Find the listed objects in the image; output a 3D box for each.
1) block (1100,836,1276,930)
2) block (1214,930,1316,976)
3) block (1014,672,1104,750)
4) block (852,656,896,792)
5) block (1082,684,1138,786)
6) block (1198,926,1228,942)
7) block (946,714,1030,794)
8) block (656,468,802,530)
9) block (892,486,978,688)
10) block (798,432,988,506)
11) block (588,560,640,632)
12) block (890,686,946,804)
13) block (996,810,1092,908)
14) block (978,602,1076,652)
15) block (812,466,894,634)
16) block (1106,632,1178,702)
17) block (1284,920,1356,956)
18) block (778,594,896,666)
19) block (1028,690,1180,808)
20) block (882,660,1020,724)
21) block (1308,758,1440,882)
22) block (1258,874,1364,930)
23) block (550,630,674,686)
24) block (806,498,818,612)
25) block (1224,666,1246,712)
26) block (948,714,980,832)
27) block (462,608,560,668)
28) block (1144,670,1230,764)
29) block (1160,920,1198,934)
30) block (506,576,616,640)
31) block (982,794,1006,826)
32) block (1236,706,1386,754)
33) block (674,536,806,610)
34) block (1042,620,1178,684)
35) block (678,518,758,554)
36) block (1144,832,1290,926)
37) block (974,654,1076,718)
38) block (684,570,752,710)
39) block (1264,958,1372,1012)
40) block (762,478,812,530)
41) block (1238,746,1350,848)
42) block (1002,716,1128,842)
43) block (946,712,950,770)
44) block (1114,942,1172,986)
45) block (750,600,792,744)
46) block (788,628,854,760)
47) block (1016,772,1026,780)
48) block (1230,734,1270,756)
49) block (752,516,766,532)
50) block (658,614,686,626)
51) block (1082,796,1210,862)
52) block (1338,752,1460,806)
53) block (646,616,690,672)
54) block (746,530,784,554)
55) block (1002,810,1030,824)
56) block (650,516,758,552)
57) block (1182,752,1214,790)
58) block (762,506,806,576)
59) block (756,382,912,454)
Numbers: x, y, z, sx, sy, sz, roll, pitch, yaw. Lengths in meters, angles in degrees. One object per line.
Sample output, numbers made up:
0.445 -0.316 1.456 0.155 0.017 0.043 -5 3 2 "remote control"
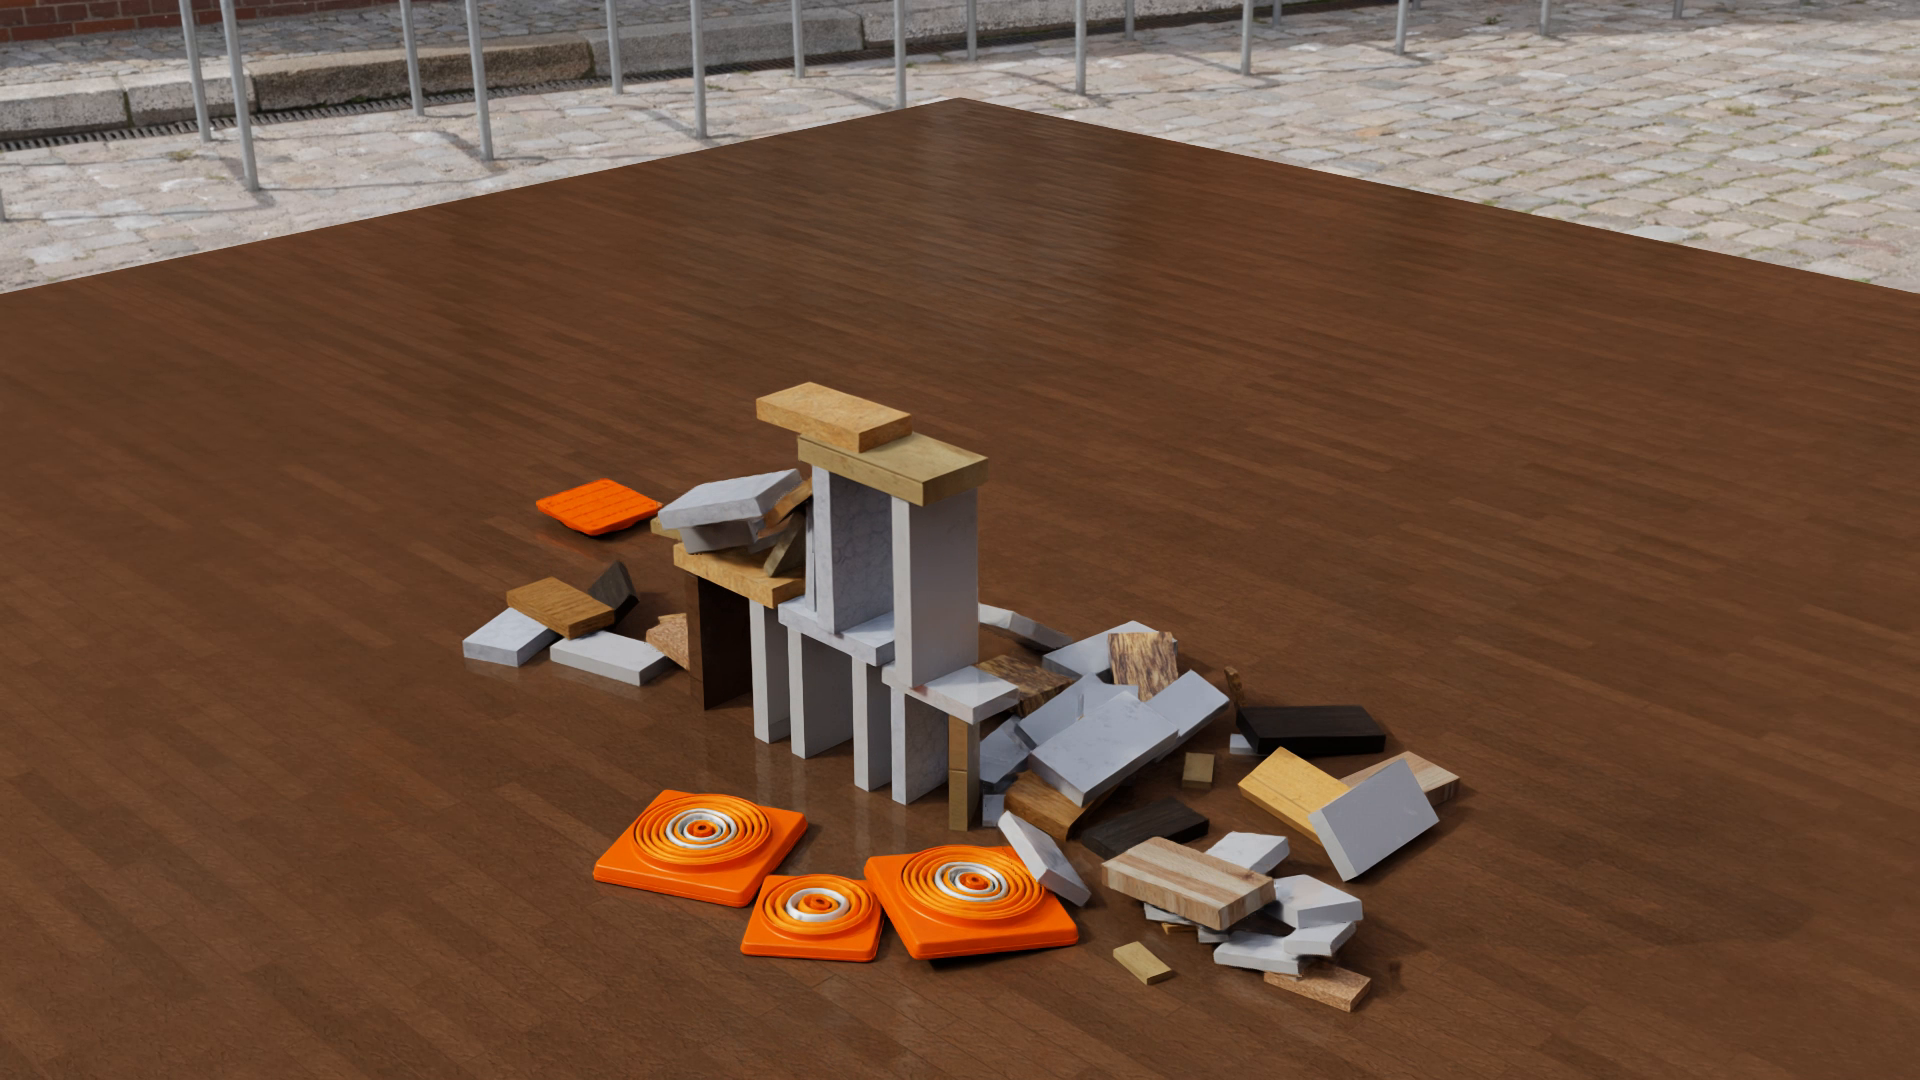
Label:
0.417 0.628 4.046 0.149 0.042 0.297 -21 23 -37 "block"
0.549 0.739 3.938 0.167 0.024 0.084 1 19 36 "block"
0.236 0.382 4.677 0.230 0.033 0.115 -32 68 -32 "block"
-0.151 0.357 4.540 0.042 0.297 0.148 21 31 41 "block"
0.314 0.407 4.620 0.115 0.033 0.229 2 52 4 "block"
0.465 0.703 4.028 0.053 0.015 0.106 -2 18 8 "block"
0.101 0.450 4.659 0.115 0.033 0.312 13 26 28 "block"
-0.482 -0.085 4.607 0.292 0.041 0.146 -7 21 39 "block"
-0.047 0.077 4.313 0.177 0.399 0.050 -20 29 -38 "block"
-0.133 -0.159 4.293 0.355 0.050 0.177 21 31 40 "block"
-0.839 0.135 5.320 0.106 0.030 0.212 -47 28 5 "block"
-0.083 0.398 4.491 0.037 0.258 0.129 18 29 36 "block"
0.159 0.607 4.200 0.115 0.033 0.230 33 7 -27 "block"
0.125 0.198 5.010 0.144 0.041 0.349 13 -6 28 "block"
-0.211 -0.004 4.448 0.050 0.355 0.177 20 30 41 "block"
0.407 0.321 4.821 0.142 0.040 0.283 -1 45 -3 "block"
0.641 0.703 3.906 0.084 0.024 0.167 -2 5 26 "block"
-0.221 0.173 4.538 0.297 0.042 0.148 21 31 40 "block"
0.293 0.423 4.485 0.148 0.042 0.297 35 45 29 "block"
-0.021 0.287 4.375 0.129 0.037 0.258 -21 31 -40 "block"
0.811 0.545 4.304 0.285 0.143 0.040 -22 -10 -42 "block"
0.629 0.664 4.044 0.125 0.035 0.249 -6 4 -14 "block"
-0.805 0.267 5.085 0.259 0.037 0.130 13 26 28 "block"
-0.270 0.021 4.532 0.103 0.242 0.029 -21 34 -40 "block"
0.605 0.339 4.795 0.017 0.120 0.060 -18 12 -4 "block"
0.009 0.437 4.401 0.037 0.258 0.129 4 23 10 "block"
-1.032 0.211 5.211 0.146 0.041 0.292 9 25 20 "block"
0.458 0.377 4.715 0.229 0.033 0.115 -33 54 -29 "block"
0.426 0.704 4.083 0.106 0.015 0.053 -6 24 -13 "block"
-0.950 0.160 5.231 0.130 0.037 0.259 -20 30 -39 "block"
0.073 0.547 4.452 0.052 0.015 0.104 0 23 1 "block"
0.751 0.407 4.718 0.285 0.040 0.143 0 22 -13 "block"
-0.448 0.055 4.730 0.328 0.047 0.164 21 31 40 "block"
0.341 0.263 4.985 0.287 0.041 0.144 -18 29 -37 "block"
-0.520 -0.024 4.698 0.165 0.082 0.023 -8 21 22 "block"
0.486 0.636 4.146 0.125 0.035 0.319 0 18 39 "block"
0.119 0.322 4.873 0.142 0.040 0.283 -18 18 -29 "block"
-0.525 0.197 4.875 0.047 0.328 0.164 21 31 41 "block"
0.633 0.779 3.895 0.167 0.024 0.084 15 27 32 "block"
-0.332 -0.084 4.495 0.103 0.029 0.206 -38 1 -23 "block"
0.690 0.516 4.433 0.125 0.035 0.249 -39 37 -16 "block"
0.232 0.483 4.466 0.148 0.042 0.297 28 42 22 "block"
-0.038 0.325 4.623 0.041 0.287 0.144 -6 22 3 "block"
0.327 0.760 3.951 0.053 0.015 0.106 -13 26 -28 "block"
-0.369 0.258 4.732 0.164 0.328 0.047 -21 31 -41 "block"
-0.292 0.302 4.668 0.042 0.297 0.148 21 31 41 "block"
0.152 0.510 4.539 0.052 0.015 0.104 -4 23 -9 "block"
0.638 0.440 4.703 0.120 0.017 0.060 3 23 7 "block"
-0.512 -0.045 4.800 0.165 0.023 0.082 18 29 36 "block"
-0.578 0.209 5.220 0.259 0.037 0.130 -6 24 -14 "block"
0.368 0.579 4.355 0.230 0.033 0.115 -16 28 -33 "block"
0.869 0.517 4.491 0.285 0.040 0.143 -16 28 -34 "block"
-0.610 0.254 5.057 0.212 0.030 0.106 32 35 28 "block"
-0.377 -0.007 4.689 0.082 0.023 0.165 -20 1 -39 "block"
0.134 0.545 4.433 0.052 0.015 0.104 32 33 22 "block"
-0.561 -0.025 4.822 0.212 0.030 0.106 14 27 30 "block"
0.499 0.483 4.601 0.060 0.017 0.120 4 23 9 "block"
-0.328 -0.008 4.581 0.103 0.206 0.029 -21 66 -40 "block"
-0.252 -0.246 4.382 0.292 0.041 0.146 20 30 39 "block"
